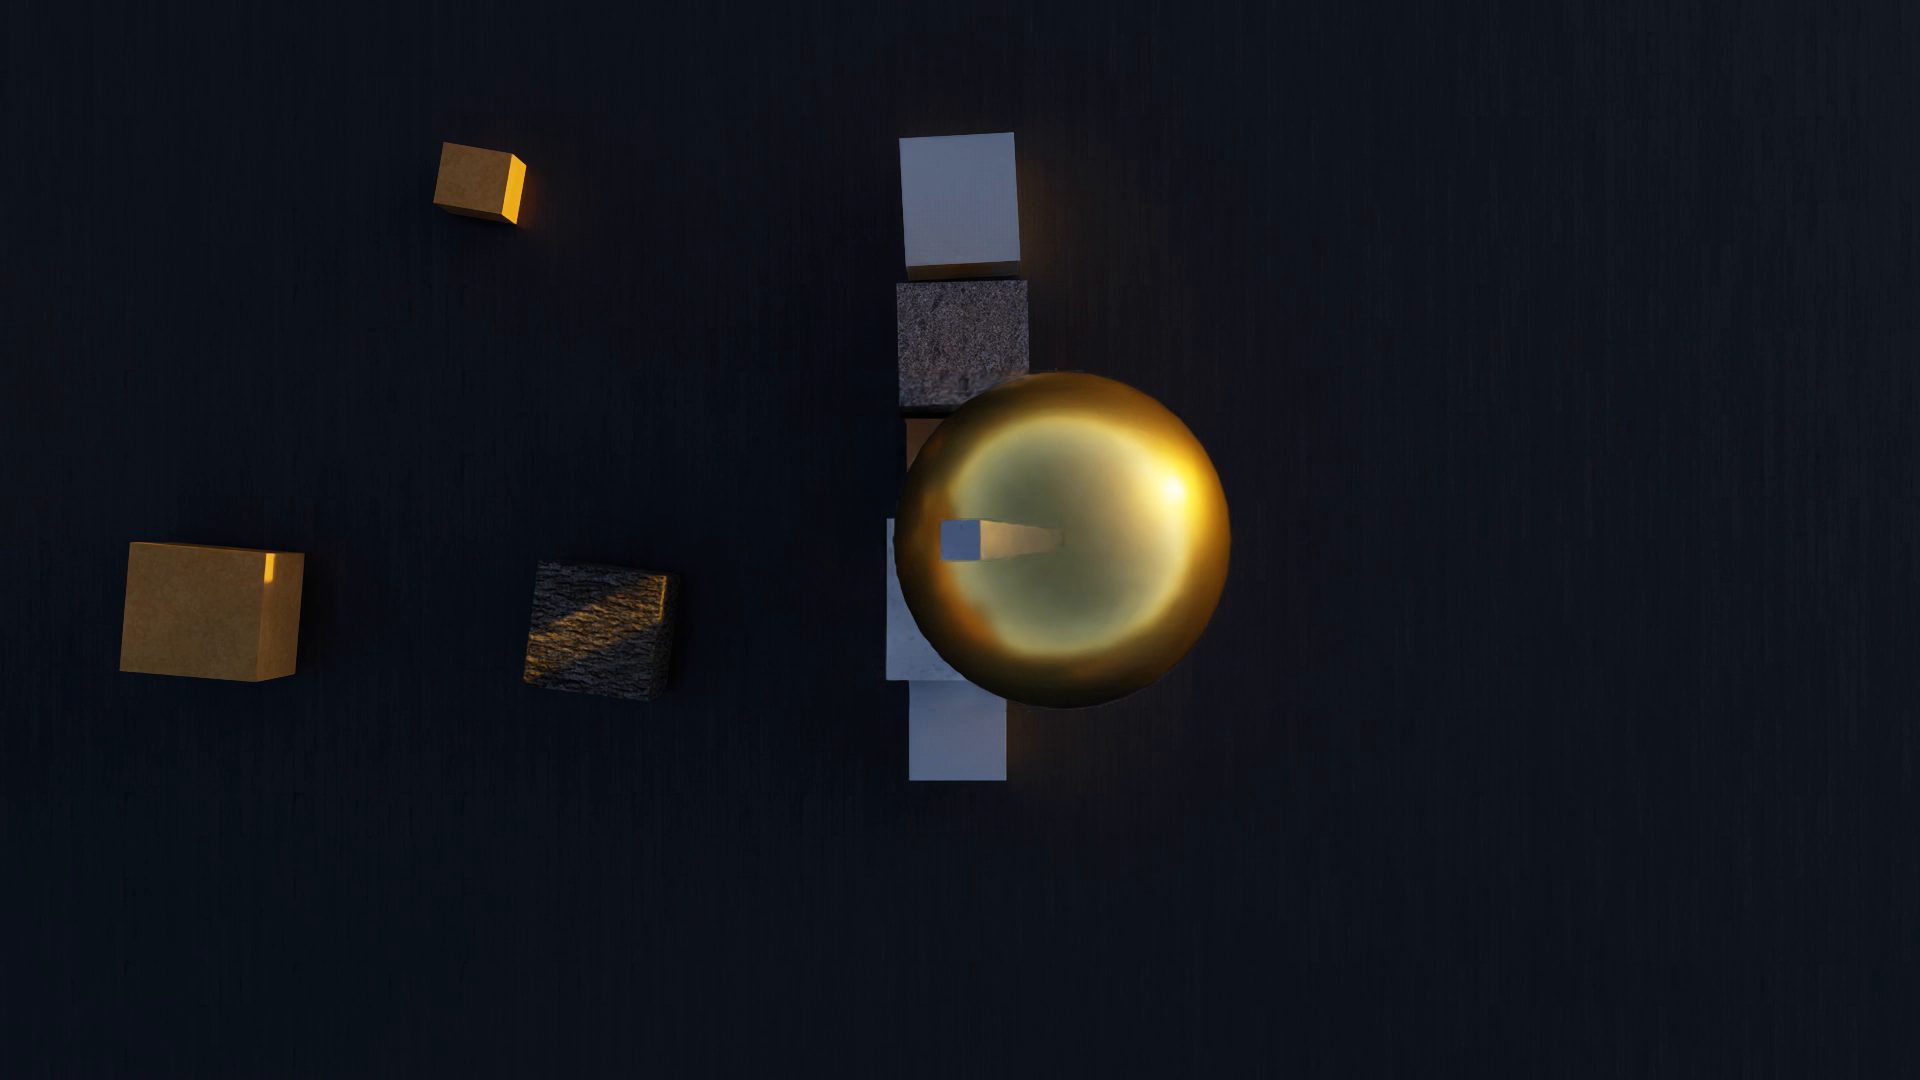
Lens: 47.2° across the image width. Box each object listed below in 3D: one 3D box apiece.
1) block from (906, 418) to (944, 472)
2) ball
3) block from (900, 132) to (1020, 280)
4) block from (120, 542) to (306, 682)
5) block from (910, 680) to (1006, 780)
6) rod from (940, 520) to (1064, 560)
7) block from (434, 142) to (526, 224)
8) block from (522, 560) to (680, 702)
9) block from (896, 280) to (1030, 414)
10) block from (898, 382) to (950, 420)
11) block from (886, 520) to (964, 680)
[{"bbox_3d":[-0.006,-0.407,12.666,0.597,0.668,0.562,0,90,0],"label":"block"},{"bbox_3d":[0.482,0.000,10.394,1.600,1.600,1.600,0,90,0],"label":"ball"},{"bbox_3d":[-0.001,-1.909,12.662,0.643,0.677,0.719,-3,90,0],"label":"block"},{"bbox_3d":[-4.283,0.403,12.639,0.764,0.721,0.719,5,90,0],"label":"block"},{"bbox_3d":[-0.013,1.075,12.732,0.550,0.535,0.574,0,90,0],"label":"block"},{"bbox_3d":[0.209,0.000,7.005,0.080,5.200,0.080,0,90,5],"label":"rod"},{"bbox_3d":[-2.790,-2.072,12.796,0.398,0.407,0.353,10,90,0],"label":"block"},{"bbox_3d":[-2.044,0.505,12.628,0.705,0.743,0.702,7,90,0],"label":"block"},{"bbox_3d":[0.018,-1.049,12.042,0.696,0.658,0.654,-1,90,0],"label":"block"},{"bbox_3d":[-0.012,-1.037,12.686,0.672,0.629,0.664,0,90,0],"label":"block"},{"bbox_3d":[0.012,0.331,12.593,0.842,0.814,0.894,0,90,0],"label":"block"}]
